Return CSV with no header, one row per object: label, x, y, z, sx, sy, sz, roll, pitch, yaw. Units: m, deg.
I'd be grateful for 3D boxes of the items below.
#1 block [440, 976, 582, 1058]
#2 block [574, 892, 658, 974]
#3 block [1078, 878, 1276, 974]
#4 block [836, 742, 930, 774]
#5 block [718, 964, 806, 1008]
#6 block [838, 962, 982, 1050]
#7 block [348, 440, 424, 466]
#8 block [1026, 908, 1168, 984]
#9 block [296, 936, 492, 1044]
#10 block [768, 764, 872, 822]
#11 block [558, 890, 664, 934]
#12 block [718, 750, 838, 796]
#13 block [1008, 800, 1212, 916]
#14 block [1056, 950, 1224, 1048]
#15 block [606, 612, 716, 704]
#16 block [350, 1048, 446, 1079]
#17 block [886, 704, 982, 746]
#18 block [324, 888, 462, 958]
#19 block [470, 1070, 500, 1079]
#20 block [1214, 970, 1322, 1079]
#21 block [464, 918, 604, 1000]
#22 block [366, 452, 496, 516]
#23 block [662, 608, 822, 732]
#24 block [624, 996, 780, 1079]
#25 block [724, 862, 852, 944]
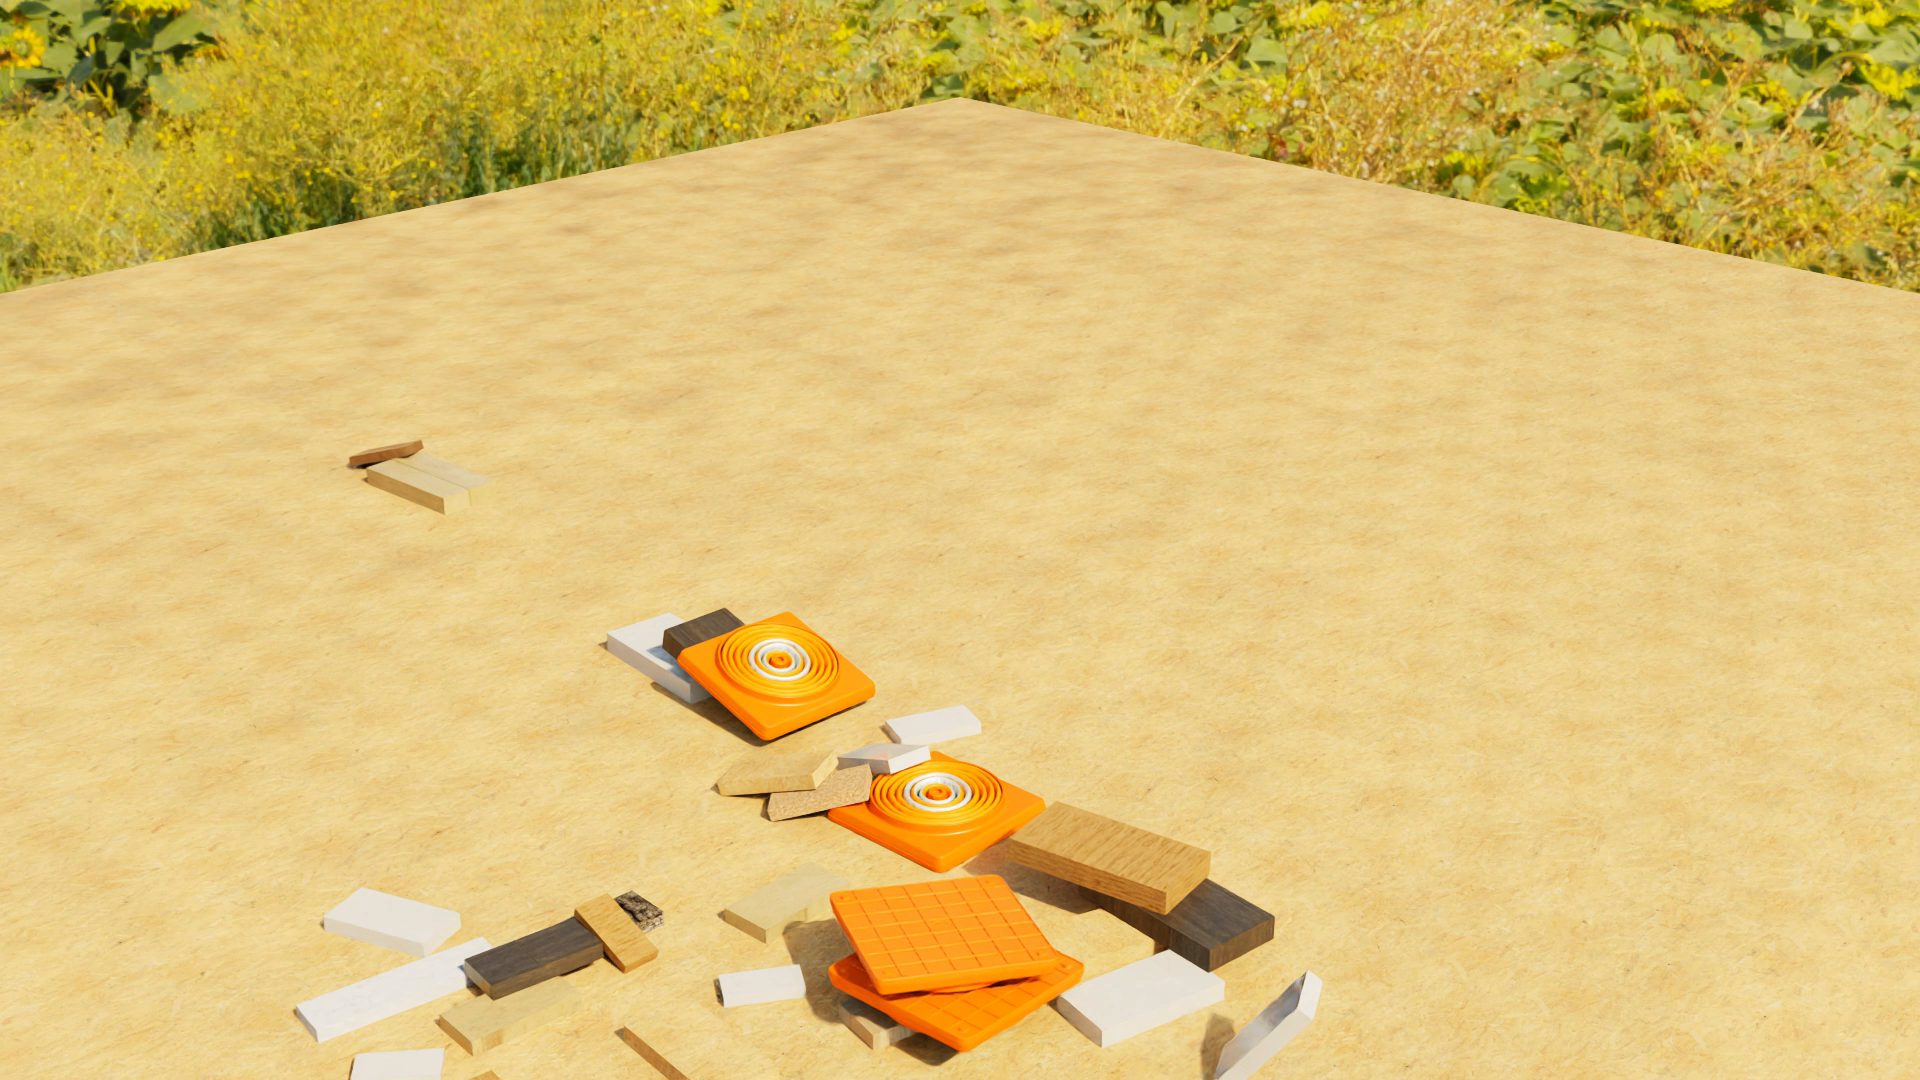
block,-0.776,0.814,3.803,0.216,0.031,0.108,-19,30,-38
block,-0.624,0.712,3.988,0.072,0.021,0.159,-21,51,-40
block,0.394,0.669,4.028,0.168,0.048,0.337,-18,29,-36
block,-0.161,0.452,4.565,0.102,0.029,0.203,-17,7,-35
block,-0.349,0.787,3.880,0.145,0.021,0.072,-5,24,-12
block,-0.086,0.807,3.817,0.223,0.032,0.112,-15,27,-31
block,-1.626,-0.247,6.235,0.186,0.026,0.093,-9,12,18
block,0.267,0.725,4.004,0.265,0.037,0.132,-11,25,-24
block,-0.980,0.789,3.868,0.352,0.026,0.093,-17,28,-34
block,-0.282,0.511,4.450,0.203,0.029,0.102,-13,21,8
block,-0.656,0.713,4.043,0.203,0.029,0.102,-20,30,-39
block,-0.374,0.479,4.517,0.223,0.032,0.112,-7,18,25
block,0.277,0.588,4.095,0.337,0.048,0.168,15,27,31
block,0.316,0.796,3.837,0.265,0.037,0.132,-14,27,-30
block,-0.645,0.269,5.064,0.174,0.049,0.348,-18,29,-36
block,-0.934,0.880,3.659,0.145,0.021,0.072,-3,23,-6
block,-0.058,0.405,4.772,0.186,0.026,0.093,-10,25,-22
block,-1.048,0.705,4.059,0.222,0.031,0.111,10,25,22
block,-0.823,0.930,3.529,0.216,0.031,0.108,-17,28,-35
block,0.502,0.809,3.601,0.031,0.222,0.111,39,28,-1
block,-0.755,0.741,3.897,0.216,0.031,0.108,-17,27,-34
block,-1.461,-0.159,6.073,0.348,0.049,0.174,19,29,37
block,-0.489,0.285,4.917,0.174,0.049,0.348,-21,45,-40
block,-0.435,0.861,3.684,0.132,0.037,0.265,-19,29,-37
block,-0.321,0.678,4.122,0.111,0.031,0.222,19,30,38
